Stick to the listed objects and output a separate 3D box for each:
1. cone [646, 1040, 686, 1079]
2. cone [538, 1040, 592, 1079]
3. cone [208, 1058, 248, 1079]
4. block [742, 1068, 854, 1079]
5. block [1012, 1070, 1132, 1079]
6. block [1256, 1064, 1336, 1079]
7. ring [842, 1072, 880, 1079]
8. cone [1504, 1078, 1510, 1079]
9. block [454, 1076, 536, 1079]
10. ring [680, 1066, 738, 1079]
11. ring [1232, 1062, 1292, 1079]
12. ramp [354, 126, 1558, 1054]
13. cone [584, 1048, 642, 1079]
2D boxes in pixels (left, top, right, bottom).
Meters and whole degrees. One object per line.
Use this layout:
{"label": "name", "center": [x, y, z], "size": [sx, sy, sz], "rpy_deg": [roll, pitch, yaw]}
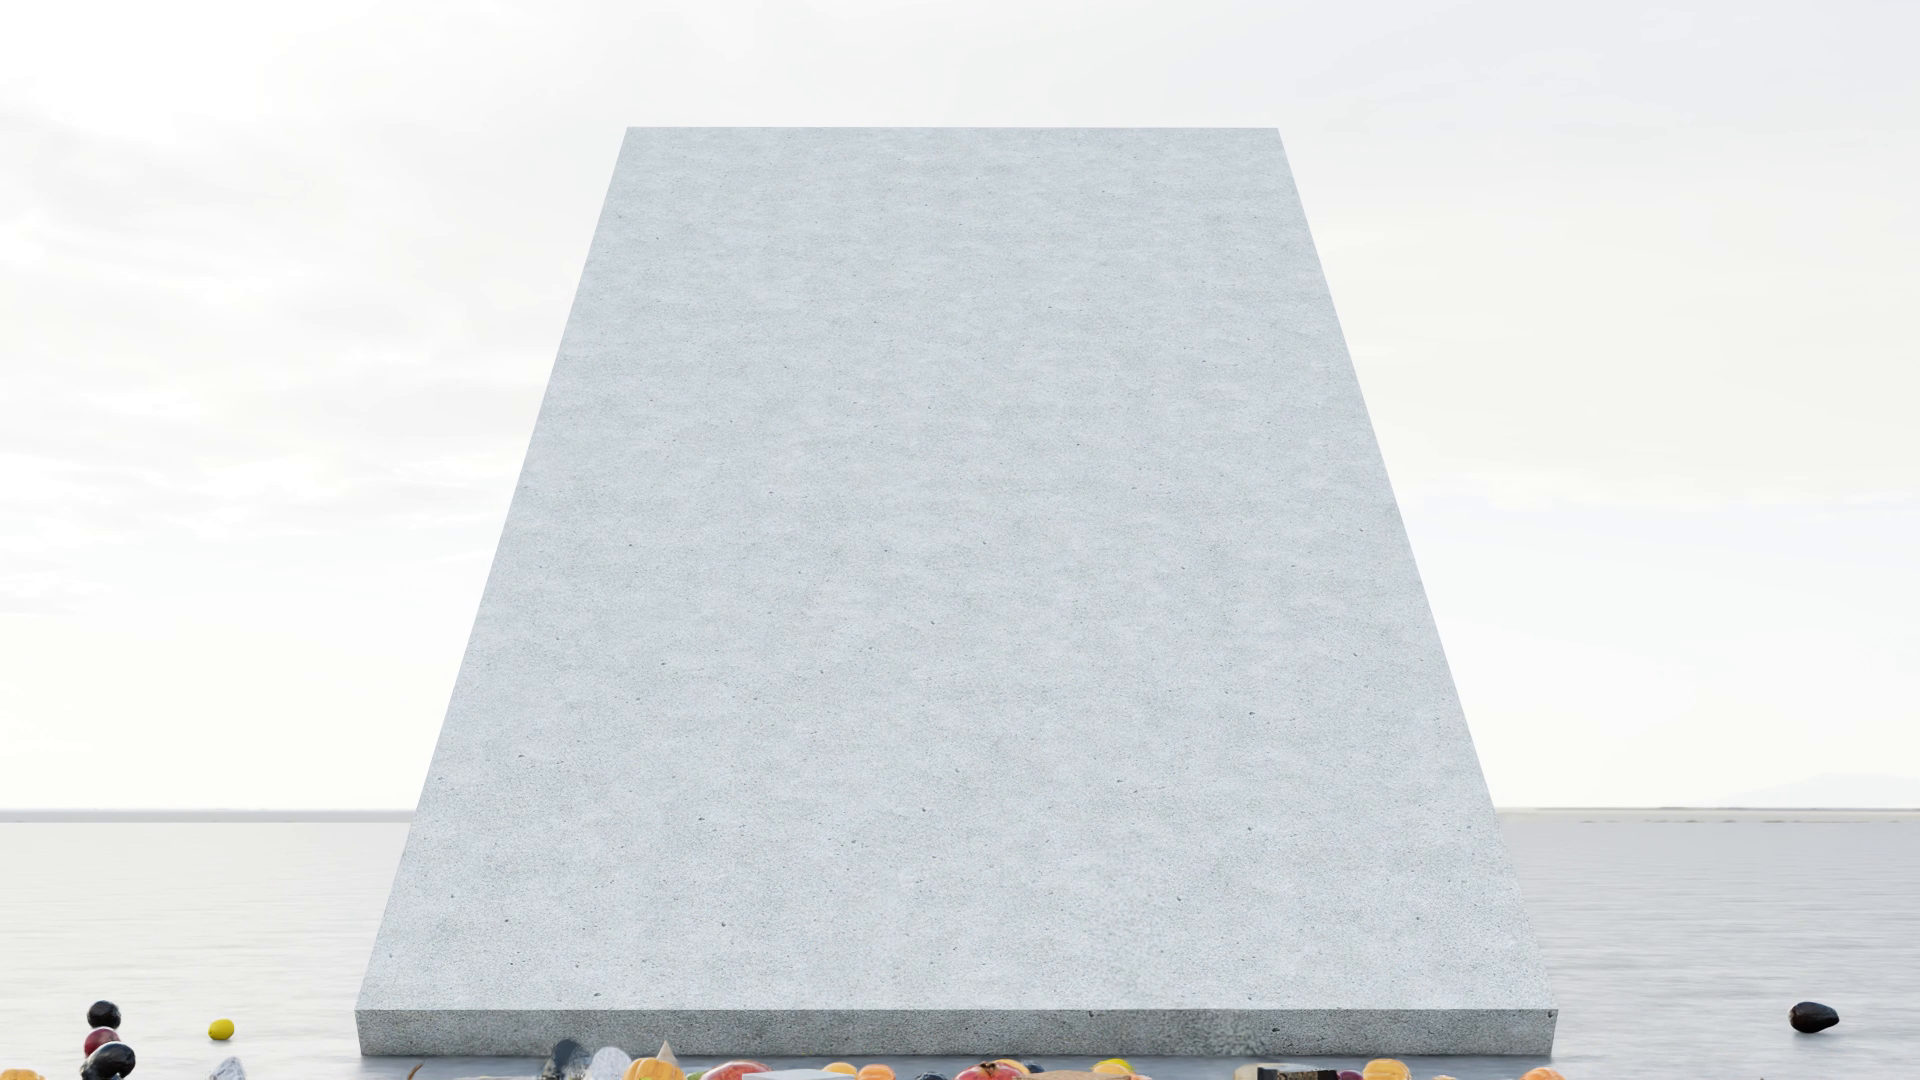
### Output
{"label": "cone", "center": [-0.406, 0.736, 3.350], "size": [0.092, 0.092, 0.092], "rpy_deg": [0, -6, 0]}
{"label": "cone", "center": [-0.586, 0.779, 3.498], "size": [0.088, 0.088, 0.088], "rpy_deg": [-32, -20, 22]}
{"label": "cone", "center": [-0.983, 0.761, 3.323], "size": [0.077, 0.077, 0.077], "rpy_deg": [26, 0, 16]}
{"label": "block", "center": [-0.191, 0.678, 2.861], "size": [0.095, 0.095, 0.095], "rpy_deg": [5, -8, -39]}
{"label": "block", "center": [0.130, 0.671, 2.811], "size": [0.099, 0.099, 0.099], "rpy_deg": [-5, -8, 38]}
{"label": "block", "center": [0.437, 0.722, 3.147], "size": [0.073, 0.073, 0.073], "rpy_deg": [4, -7, -30]}
{"label": "ring", "center": [-0.159, 0.777, 3.448], "size": [0.100, 0.033, 0.100], "rpy_deg": [1, -7, 0]}
{"label": "cone", "center": [0.706, 0.749, 3.186], "size": [0.064, 0.064, 0.064], "rpy_deg": [5, -35, -39]}
{"label": "block", "center": [-0.537, 0.672, 2.798], "size": [0.094, 0.094, 0.094], "rpy_deg": [1, -7, -10]}
{"label": "ring", "center": [-0.371, 0.779, 3.486], "size": [0.110, 0.037, 0.110], "rpy_deg": [1, -5, 0]}
{"label": "ring", "center": [0.456, 0.774, 3.470], "size": [0.134, 0.045, 0.134], "rpy_deg": [1, -7, 0]}
{"label": "ramp", "center": [-0.014, -0.202, 5.774], "size": [2.000, 0.100, 4.000], "rpy_deg": [0, 31, 0]}
{"label": "cone", "center": [-0.499, 0.756, 3.310], "size": [0.096, 0.096, 0.096], "rpy_deg": [-34, -23, 26]}
